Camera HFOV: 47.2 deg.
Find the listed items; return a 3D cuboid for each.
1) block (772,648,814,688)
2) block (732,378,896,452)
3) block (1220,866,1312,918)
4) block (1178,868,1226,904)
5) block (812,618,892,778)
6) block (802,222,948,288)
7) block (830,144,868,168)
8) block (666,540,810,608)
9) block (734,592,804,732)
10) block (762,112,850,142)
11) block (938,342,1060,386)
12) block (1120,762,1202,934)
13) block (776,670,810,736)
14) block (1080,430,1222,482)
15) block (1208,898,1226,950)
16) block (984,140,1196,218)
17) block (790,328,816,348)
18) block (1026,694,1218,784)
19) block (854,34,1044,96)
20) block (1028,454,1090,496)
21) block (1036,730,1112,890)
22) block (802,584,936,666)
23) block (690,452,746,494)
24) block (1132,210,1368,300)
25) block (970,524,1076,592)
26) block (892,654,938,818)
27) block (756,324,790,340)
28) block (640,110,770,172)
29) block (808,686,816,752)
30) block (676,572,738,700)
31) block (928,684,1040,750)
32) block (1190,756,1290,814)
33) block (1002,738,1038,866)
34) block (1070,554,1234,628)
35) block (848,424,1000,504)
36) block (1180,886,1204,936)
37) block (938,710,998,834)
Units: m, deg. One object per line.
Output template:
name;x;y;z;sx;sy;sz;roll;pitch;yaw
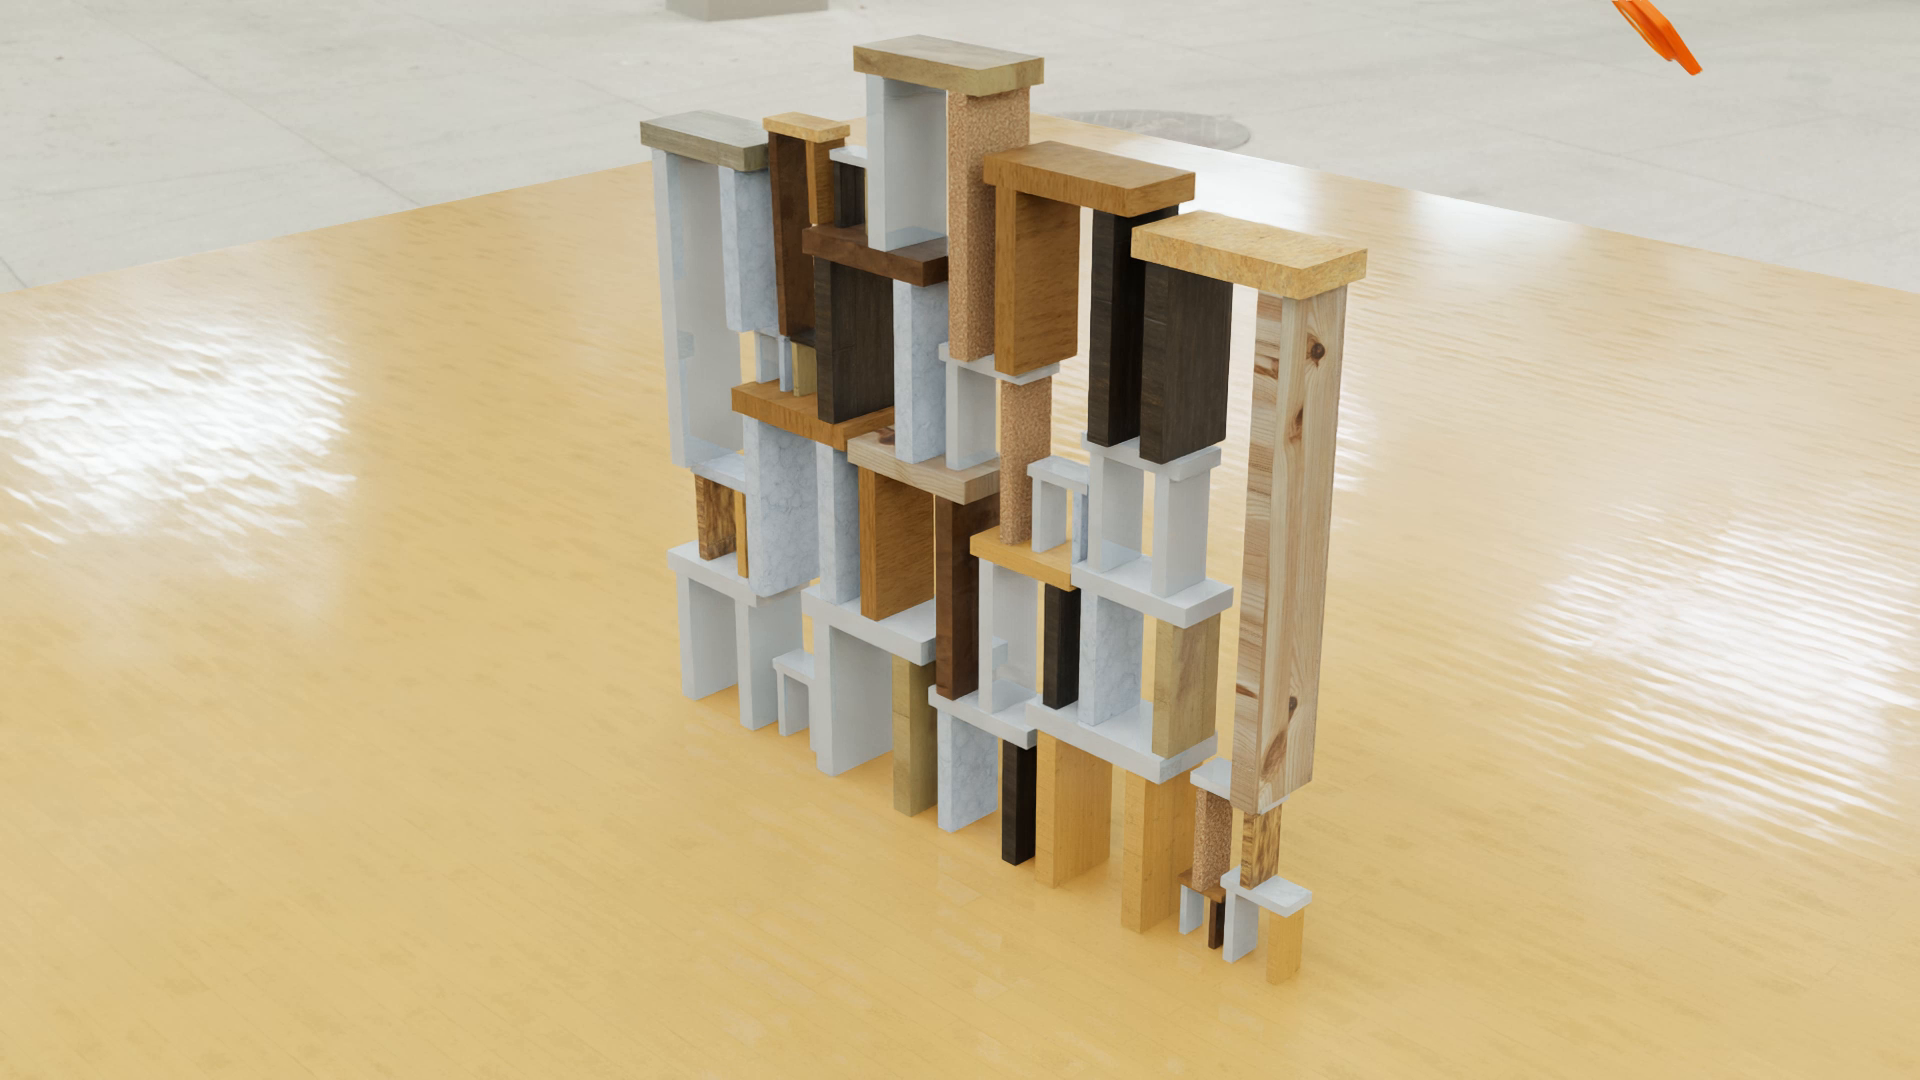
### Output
block;-0.322;0.276;4.692;0.153;0.022;0.077;21;31;41
block;-0.285;-0.264;4.424;0.339;0.048;0.170;21;31;41
block;0.543;0.619;3.900;0.147;0.021;0.073;21;31;41
block;0.451;0.626;4.003;0.103;0.015;0.051;21;31;41
block;-0.221;0.302;4.598;0.050;0.352;0.176;21;31;41
block;-0.126;-0.546;4.127;0.329;0.047;0.164;21;31;40
block;-0.178;-0.717;4.119;0.064;0.018;0.128;-21;31;-40
block;-0.483;0.063;4.784;0.302;0.043;0.151;21;31;41
block;-0.412;0.250;4.785;0.043;0.302;0.151;21;31;41
block;-0.293;-0.789;4.200;0.160;0.023;0.080;21;31;40
block;0.071;-0.332;4.013;0.104;0.029;0.208;-21;31;-40
block;0.372;0.547;4.054;0.046;0.327;0.163;21;31;41
block;-0.358;0.342;4.759;0.022;0.153;0.076;21;31;41
block;0.329;-0.158;3.799;0.111;0.031;0.222;-21;31;-41
block;0.476;0.690;4.004;0.015;0.103;0.051;21;31;41
block;0.217;-0.615;3.730;0.167;0.047;0.333;-21;31;-41
block;-0.281;-0.398;4.365;0.057;0.016;0.113;-21;30;-40
block;0.295;0.345;4.052;0.327;0.046;0.163;21;31;41
block;-0.022;-0.841;3.885;0.160;0.045;0.319;-21;31;-40
block;0.199;-0.118;3.964;0.144;0.020;0.072;21;31;40
block;0.218;0.487;4.195;0.046;0.327;0.163;21;31;41
block;-0.138;0.150;4.443;0.352;0.050;0.176;21;31;41
block;-0.476;-0.146;4.683;0.098;0.028;0.195;-22;31;-40
block;0.462;-0.462;3.534;0.171;0.049;0.343;-21;31;-41
block;0.151;0.026;4.066;0.247;0.035;0.124;21;31;40
block;-0.055;0.367;4.445;0.050;0.352;0.176;21;31;41
block;-0.370;-0.429;4.439;0.057;0.016;0.113;-22;31;-40
block;-0.471;-0.798;4.383;0.165;0.047;0.330;-21;31;-40
block;-0.286;0.370;4.693;0.022;0.153;0.076;21;31;41
block;-0.554;0.194;4.917;0.151;0.302;0.043;-21;31;-41
block;0.079;0.324;4.270;0.133;0.038;0.266;-21;31;-41
block;0.493;0.432;3.877;0.159;0.023;0.080;21;31;41
block;0.141;0.488;4.271;0.038;0.265;0.133;21;31;41
block;0.339;0.081;3.892;0.264;0.037;0.132;21;31;41
block;-0.049;-0.151;4.216;0.159;0.045;0.319;-21;31;-40
block;0.427;0.671;4.048;0.015;0.103;0.051;21;31;41
block;0.016;0.439;4.387;0.038;0.265;0.133;21;31;41
